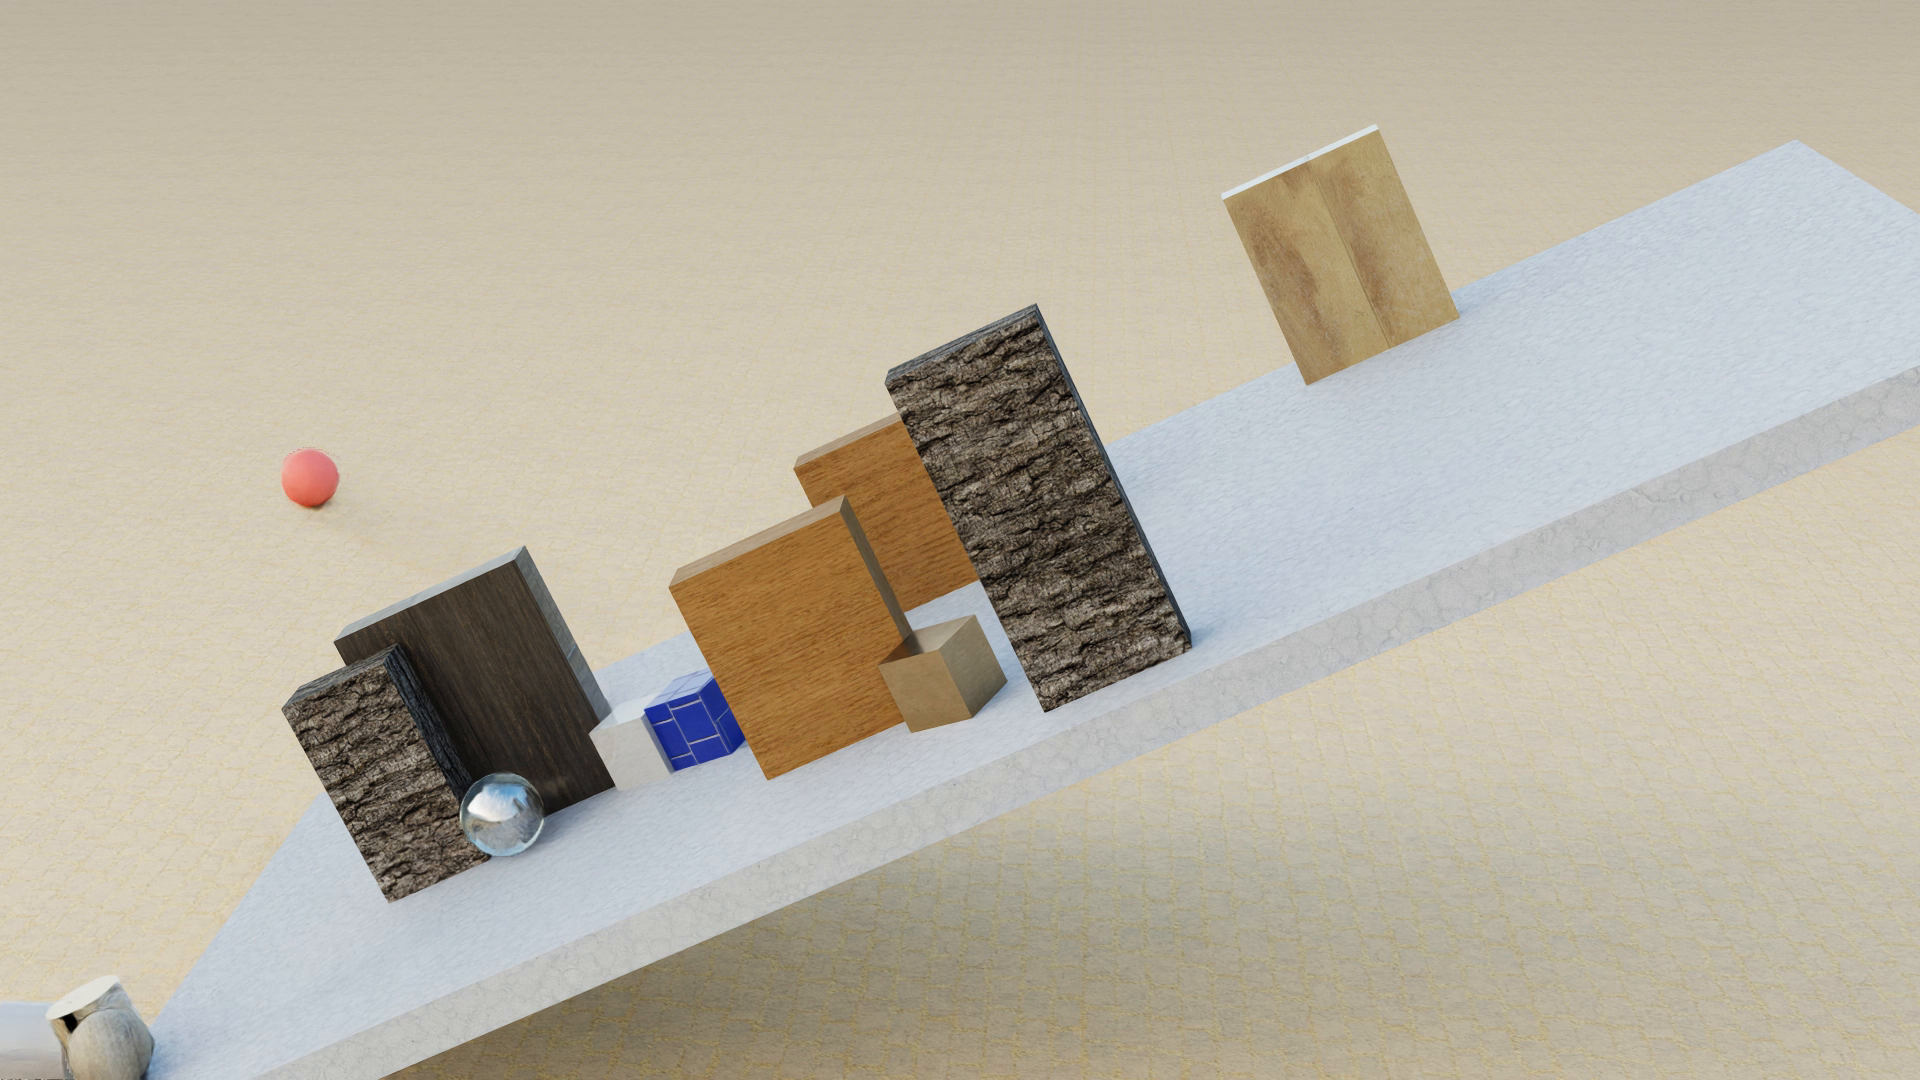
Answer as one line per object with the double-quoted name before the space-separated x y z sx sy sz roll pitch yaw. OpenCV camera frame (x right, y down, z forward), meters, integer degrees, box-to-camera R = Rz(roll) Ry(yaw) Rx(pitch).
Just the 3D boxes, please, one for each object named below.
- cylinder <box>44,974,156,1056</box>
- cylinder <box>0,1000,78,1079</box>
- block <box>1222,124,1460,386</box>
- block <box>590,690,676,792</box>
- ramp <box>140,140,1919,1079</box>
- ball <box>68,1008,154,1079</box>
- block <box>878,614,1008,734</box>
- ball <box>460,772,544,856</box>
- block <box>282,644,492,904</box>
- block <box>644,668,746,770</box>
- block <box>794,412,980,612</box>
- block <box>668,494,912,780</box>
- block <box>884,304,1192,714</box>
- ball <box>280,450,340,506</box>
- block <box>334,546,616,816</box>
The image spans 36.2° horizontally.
"cylinder" -1.763 1.005 6.034 0.162 0.162 0.162 -24 14 6
"cylinder" -1.932 1.052 6.135 0.177 0.177 0.177 1 16 2
"block" 0.880 -0.657 6.798 0.385 0.480 0.082 -24 13 9
"block" -0.672 0.425 6.273 0.142 0.142 0.142 -18 15 30
"ramp" 0.135 0.169 6.282 4.000 0.100 2.000 -24 13 9
"ball" -1.692 1.016 5.860 0.164 0.164 0.164 0 16 0
"block" -0.033 0.259 5.694 0.152 0.152 0.152 -16 16 36
"ball" -0.959 0.575 6.162 0.175 0.175 0.175 0 16 0
"block" -1.204 0.496 6.256 0.243 0.481 0.148 -24 13 9
"block" -0.543 0.371 6.220 0.151 0.151 0.151 -18 15 29
"block" -0.158 -0.051 6.575 0.272 0.402 0.111 -24 13 9
"block" -0.305 0.193 5.821 0.372 0.440 0.131 -24 13 9
"block" 0.147 -0.056 5.389 0.298 0.686 0.115 -24 13 9
"ball" -2.346 -0.223 10.613 0.205 0.205 0.205 0 16 0
"block" -1.018 0.350 6.339 0.439 0.540 0.115 -24 13 9
